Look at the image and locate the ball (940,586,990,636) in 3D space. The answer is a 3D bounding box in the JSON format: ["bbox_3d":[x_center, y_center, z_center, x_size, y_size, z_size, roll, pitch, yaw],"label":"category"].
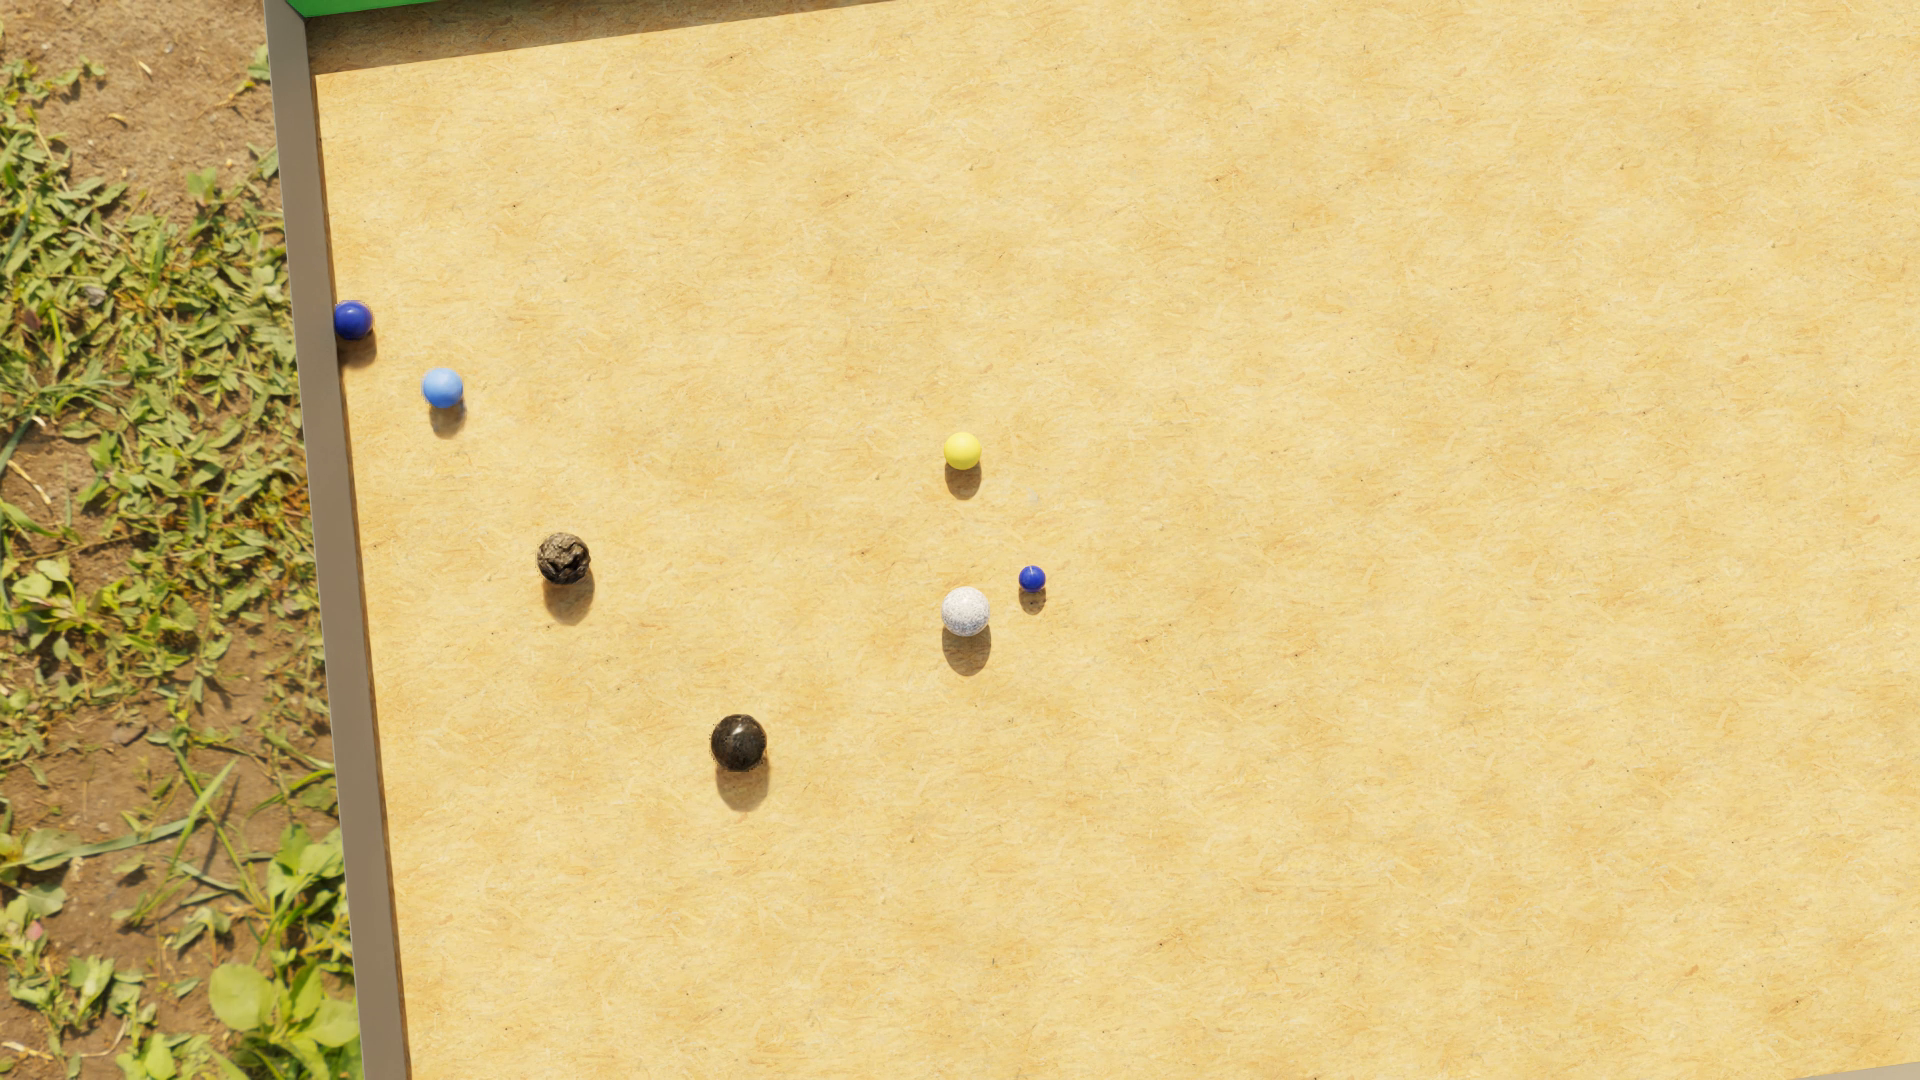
[{"bbox_3d":[0.008,0.106,3.250,0.075,0.075,0.075,0,82,0],"label":"ball"}]

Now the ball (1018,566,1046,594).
[{"bbox_3d":[0.107,0.058,3.273,0.042,0.042,0.042,0,82,0],"label":"ball"}]

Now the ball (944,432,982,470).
[{"bbox_3d":[0.004,-0.133,3.293,0.057,0.057,0.057,0,82,0],"label":"ball"}]

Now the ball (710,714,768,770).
[{"bbox_3d":[-0.323,0.296,3.218,0.083,0.083,0.083,0,82,0],"label":"ball"}]

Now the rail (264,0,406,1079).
[{"bbox_3d":[-0.901,0.117,3.230,0.045,0.108,1.956,-8,82,-1],"label":"rail"}]

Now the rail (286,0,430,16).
[{"bbox_3d":[0.797,-1.062,3.401,3.730,0.108,0.045,-8,82,-1],"label":"rail"}]

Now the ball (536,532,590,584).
[{"bbox_3d":[-0.587,0.028,3.259,0.078,0.078,0.078,0,82,0],"label":"ball"}]

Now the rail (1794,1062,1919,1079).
[{"bbox_3d":[1.051,0.809,3.130,3.730,0.108,0.045,-8,82,-1],"label":"rail"}]

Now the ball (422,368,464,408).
[{"bbox_3d":[-0.777,-0.229,3.305,0.061,0.061,0.061,0,82,0],"label":"ball"}]

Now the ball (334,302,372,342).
[{"bbox_3d":[-0.917,-0.330,3.320,0.060,0.060,0.060,0,82,0],"label":"ball"}]
